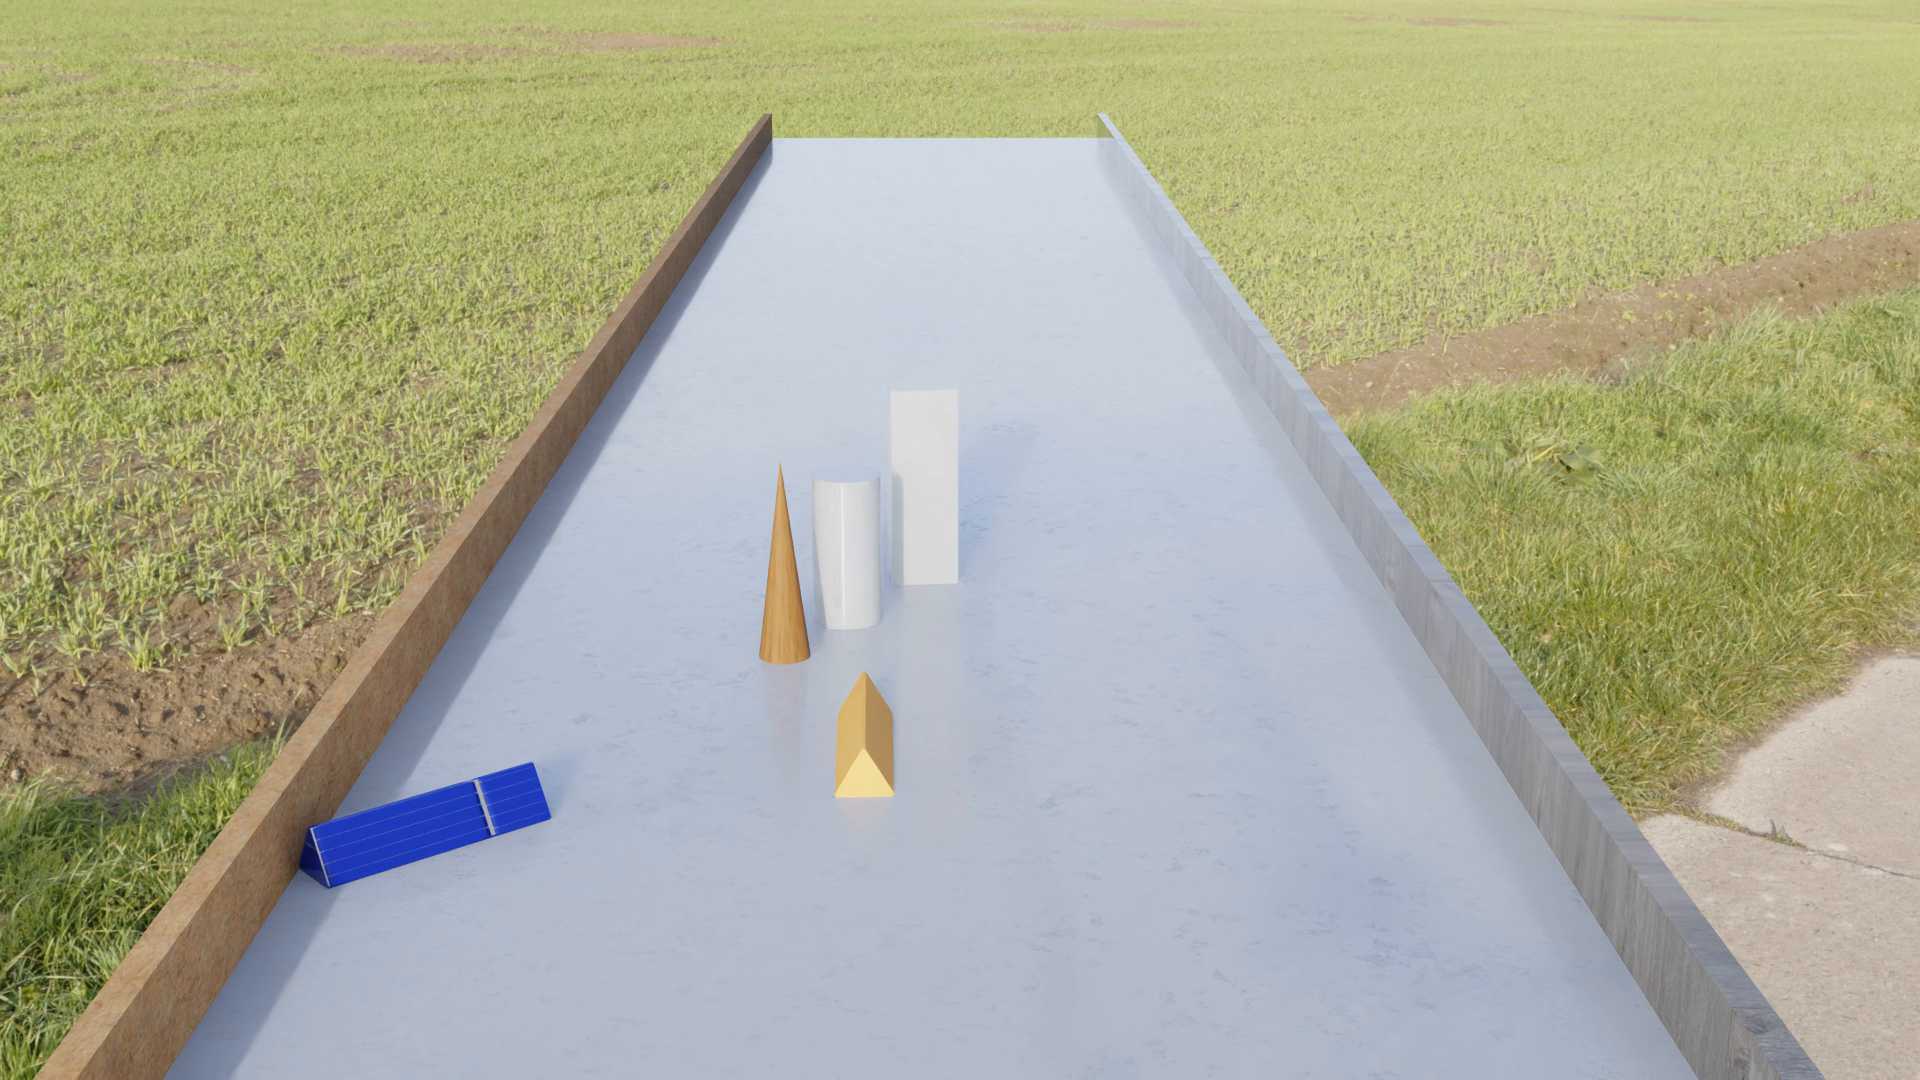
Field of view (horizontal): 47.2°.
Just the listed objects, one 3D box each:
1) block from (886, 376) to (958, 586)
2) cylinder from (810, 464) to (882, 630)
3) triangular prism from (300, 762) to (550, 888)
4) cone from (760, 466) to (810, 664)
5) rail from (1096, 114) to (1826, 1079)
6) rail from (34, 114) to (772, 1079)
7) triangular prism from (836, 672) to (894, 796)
[{"bbox_3d":[-0.085,-0.133,4.901,0.146,0.441,0.146,-2,17,-6],"label":"block"},{"bbox_3d":[-0.238,0.014,4.622,0.147,0.318,0.147,0,17,0],"label":"cylinder"},{"bbox_3d":[-0.863,0.450,3.556,0.399,0.086,0.099,-14,22,-40],"label":"triangular prism"},{"bbox_3d":[-0.354,0.038,4.384,0.104,0.408,0.104,0,17,0],"label":"cone"},{"bbox_3d":[0.932,-0.844,7.801,0.050,0.150,12.000,0,17,-1],"label":"rail"},{"bbox_3d":[-1.118,-0.838,7.780,0.050,0.150,12.000,0,17,-1],"label":"rail"},{"bbox_3d":[-0.171,0.340,3.923,0.099,0.086,0.386,-1,17,-2],"label":"triangular prism"}]
